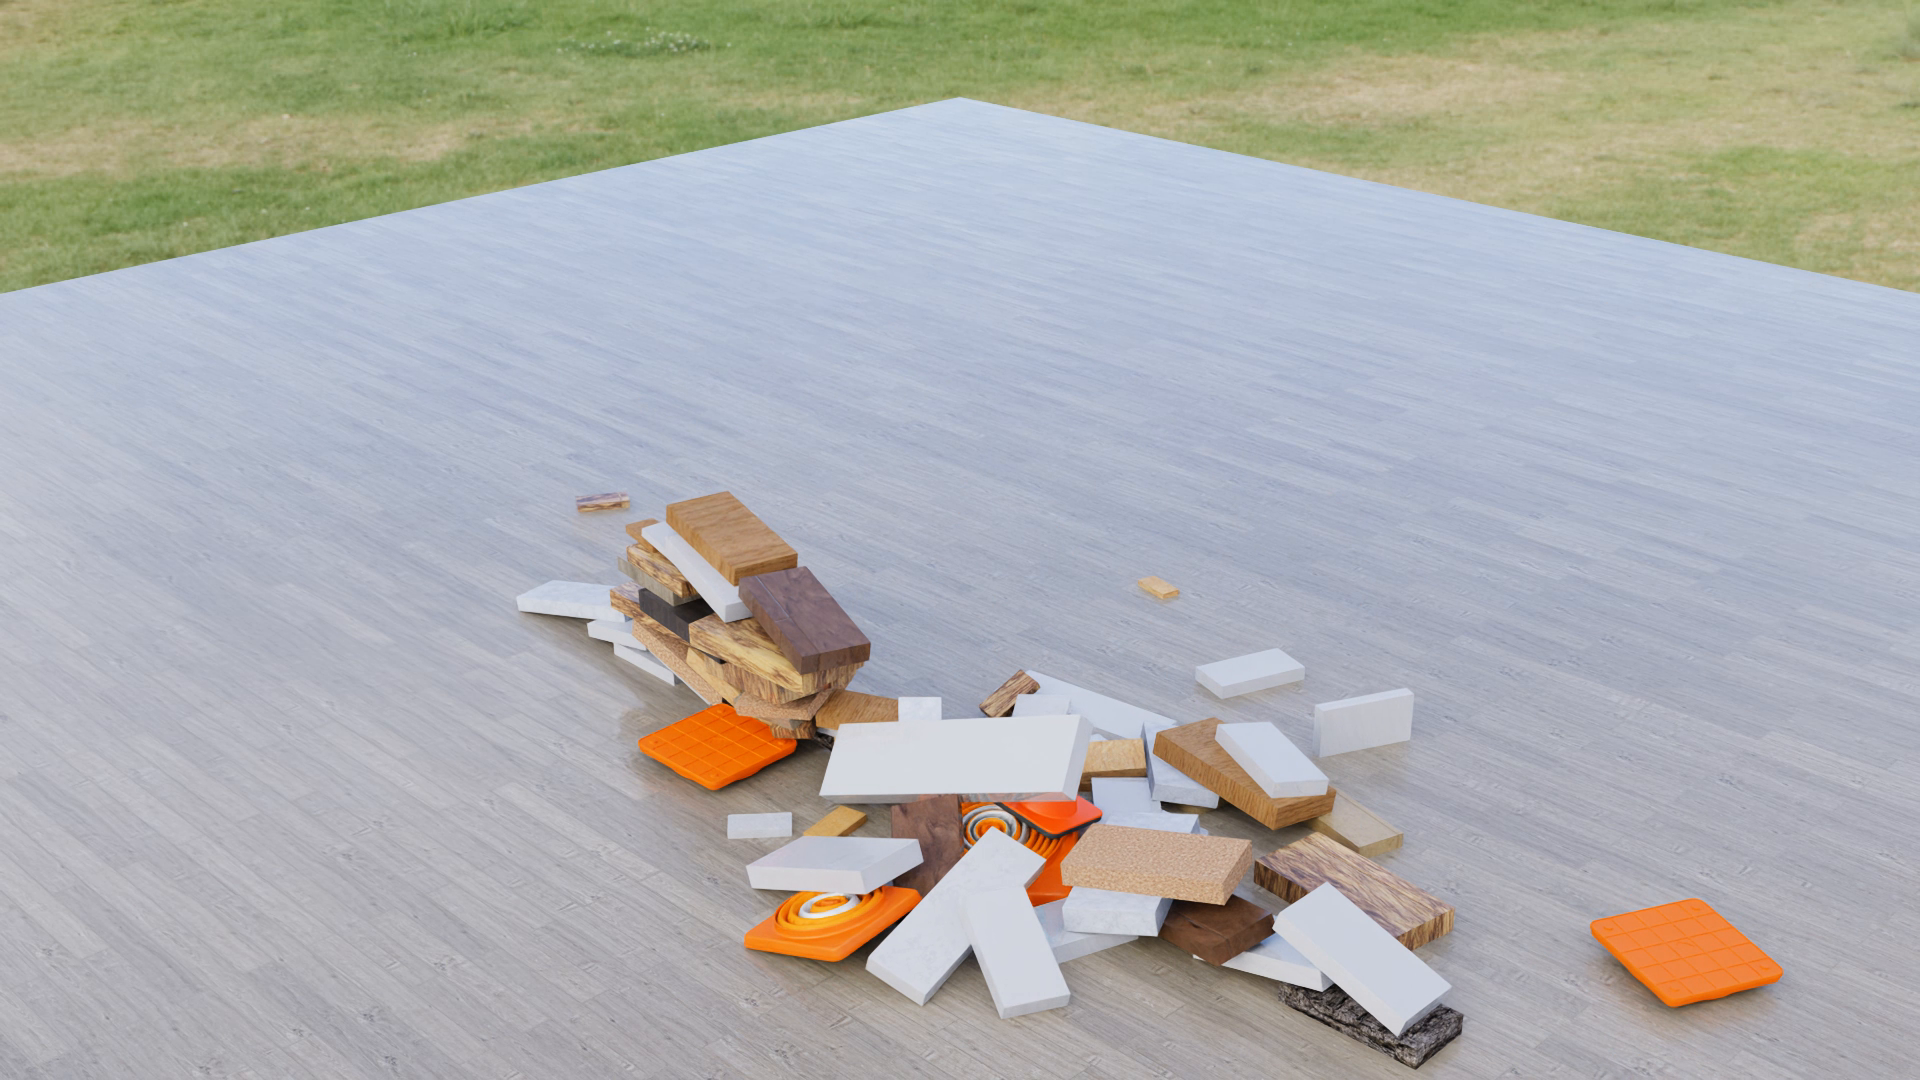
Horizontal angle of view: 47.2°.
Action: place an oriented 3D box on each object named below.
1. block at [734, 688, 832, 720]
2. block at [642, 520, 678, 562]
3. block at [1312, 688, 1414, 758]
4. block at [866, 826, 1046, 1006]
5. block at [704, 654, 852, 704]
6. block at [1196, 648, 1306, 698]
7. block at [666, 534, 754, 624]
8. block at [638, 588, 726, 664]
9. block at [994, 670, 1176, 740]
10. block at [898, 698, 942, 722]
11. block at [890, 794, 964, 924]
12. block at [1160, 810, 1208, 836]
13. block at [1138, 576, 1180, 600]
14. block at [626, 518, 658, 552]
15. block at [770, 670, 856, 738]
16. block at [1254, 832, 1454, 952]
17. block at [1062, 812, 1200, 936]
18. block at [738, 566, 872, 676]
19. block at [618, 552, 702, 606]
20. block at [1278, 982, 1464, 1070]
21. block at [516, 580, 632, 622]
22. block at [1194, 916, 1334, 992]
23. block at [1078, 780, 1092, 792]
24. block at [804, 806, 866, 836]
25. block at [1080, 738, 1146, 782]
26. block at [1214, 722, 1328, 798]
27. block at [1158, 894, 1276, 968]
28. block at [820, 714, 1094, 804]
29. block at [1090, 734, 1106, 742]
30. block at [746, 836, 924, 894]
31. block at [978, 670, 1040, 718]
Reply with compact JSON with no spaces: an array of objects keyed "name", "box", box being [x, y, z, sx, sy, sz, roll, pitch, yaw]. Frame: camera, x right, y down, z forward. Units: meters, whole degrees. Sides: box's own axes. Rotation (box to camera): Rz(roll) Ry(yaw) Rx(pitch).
[{"name":"block","box":[-0.373,0.333,4.630,0.191,0.027,0.095,1,36,33]},{"name":"block","box":[-0.640,0.007,4.894,0.070,0.020,0.139,-20,43,-36]},{"name":"block","box":[0.862,0.390,4.699,0.222,0.111,0.031,-9,24,-19]},{"name":"block","box":[-0.003,0.676,3.986,0.123,0.035,0.403,30,44,19]},{"name":"block","box":[-0.392,0.269,4.678,0.174,0.049,0.347,-16,16,-28]},{"name":"block","box":[0.660,0.303,5.007,0.222,0.031,0.111,-11,25,-24]},{"name":"block","box":[-0.502,0.069,4.749,0.154,0.044,0.309,-12,34,-28]},{"name":"block","box":[-0.543,0.165,4.828,0.174,0.049,0.347,-18,29,-33]},{"name":"block","box":[0.271,0.379,4.819,0.398,0.037,0.132,17,29,35]},{"name":"block","box":[-0.081,0.417,4.465,0.087,0.025,0.210,0,56,-2]},{"name":"block","box":[-0.059,0.602,4.147,0.132,0.037,0.265,-12,42,7]},{"name":"block","box":[0.442,0.571,4.344,0.101,0.014,0.050,25,21,-3]},{"name":"block","box":[0.493,0.118,5.465,0.050,0.014,0.101,-14,27,-30]},{"name":"block","box":[-0.694,-0.011,4.973,0.070,0.020,0.140,-16,28,-30]},{"name":"block","box":[-0.312,0.340,4.689,0.095,0.027,0.223,-2,35,30]},{"name":"block","box":[0.737,0.666,4.129,0.172,0.049,0.345,-17,28,-34]},{"name":"block","box":[0.325,0.619,4.112,0.172,0.049,0.362,0,22,20]},{"name":"block","box":[-0.323,0.163,4.534,0.154,0.044,0.309,-11,35,-27]},{"name":"block","box":[-0.652,0.074,4.936,0.126,0.036,0.252,-18,29,-33]},{"name":"block","box":[0.709,0.809,3.803,0.283,0.040,0.141,21,31,40]},{"name":"block","box":[-0.895,0.146,5.290,0.359,0.036,0.126,4,21,36]},{"name":"block","box":[0.569,0.727,3.922,0.283,0.040,0.141,6,21,44]},{"name":"block","box":[0.270,0.483,4.597,0.070,0.020,0.140,0,23,0]},{"name":"block","box":[-0.248,0.573,4.388,0.063,0.018,0.127,14,27,30]},{"name":"block","box":[0.296,0.456,4.560,0.175,0.025,0.087,-4,39,1]},{"name":"block","box":[0.626,0.441,4.430,0.123,0.035,0.246,-1,23,-22]},{"name":"block","box":[0.442,0.686,3.976,0.134,0.038,0.267,-26,17,-21]},{"name":"block","box":[-0.016,0.432,4.305,0.614,0.045,0.158,-6,58,39]},{"name":"block","box":[0.312,0.455,4.617,0.070,0.020,0.140,-7,31,-44]},{"name":"block","box":[-0.237,0.609,4.132,0.315,0.045,0.157,-6,12,44]},{"name":"block","box":[0.109,0.345,4.839,0.127,0.018,0.063,-40,46,-15]}]
